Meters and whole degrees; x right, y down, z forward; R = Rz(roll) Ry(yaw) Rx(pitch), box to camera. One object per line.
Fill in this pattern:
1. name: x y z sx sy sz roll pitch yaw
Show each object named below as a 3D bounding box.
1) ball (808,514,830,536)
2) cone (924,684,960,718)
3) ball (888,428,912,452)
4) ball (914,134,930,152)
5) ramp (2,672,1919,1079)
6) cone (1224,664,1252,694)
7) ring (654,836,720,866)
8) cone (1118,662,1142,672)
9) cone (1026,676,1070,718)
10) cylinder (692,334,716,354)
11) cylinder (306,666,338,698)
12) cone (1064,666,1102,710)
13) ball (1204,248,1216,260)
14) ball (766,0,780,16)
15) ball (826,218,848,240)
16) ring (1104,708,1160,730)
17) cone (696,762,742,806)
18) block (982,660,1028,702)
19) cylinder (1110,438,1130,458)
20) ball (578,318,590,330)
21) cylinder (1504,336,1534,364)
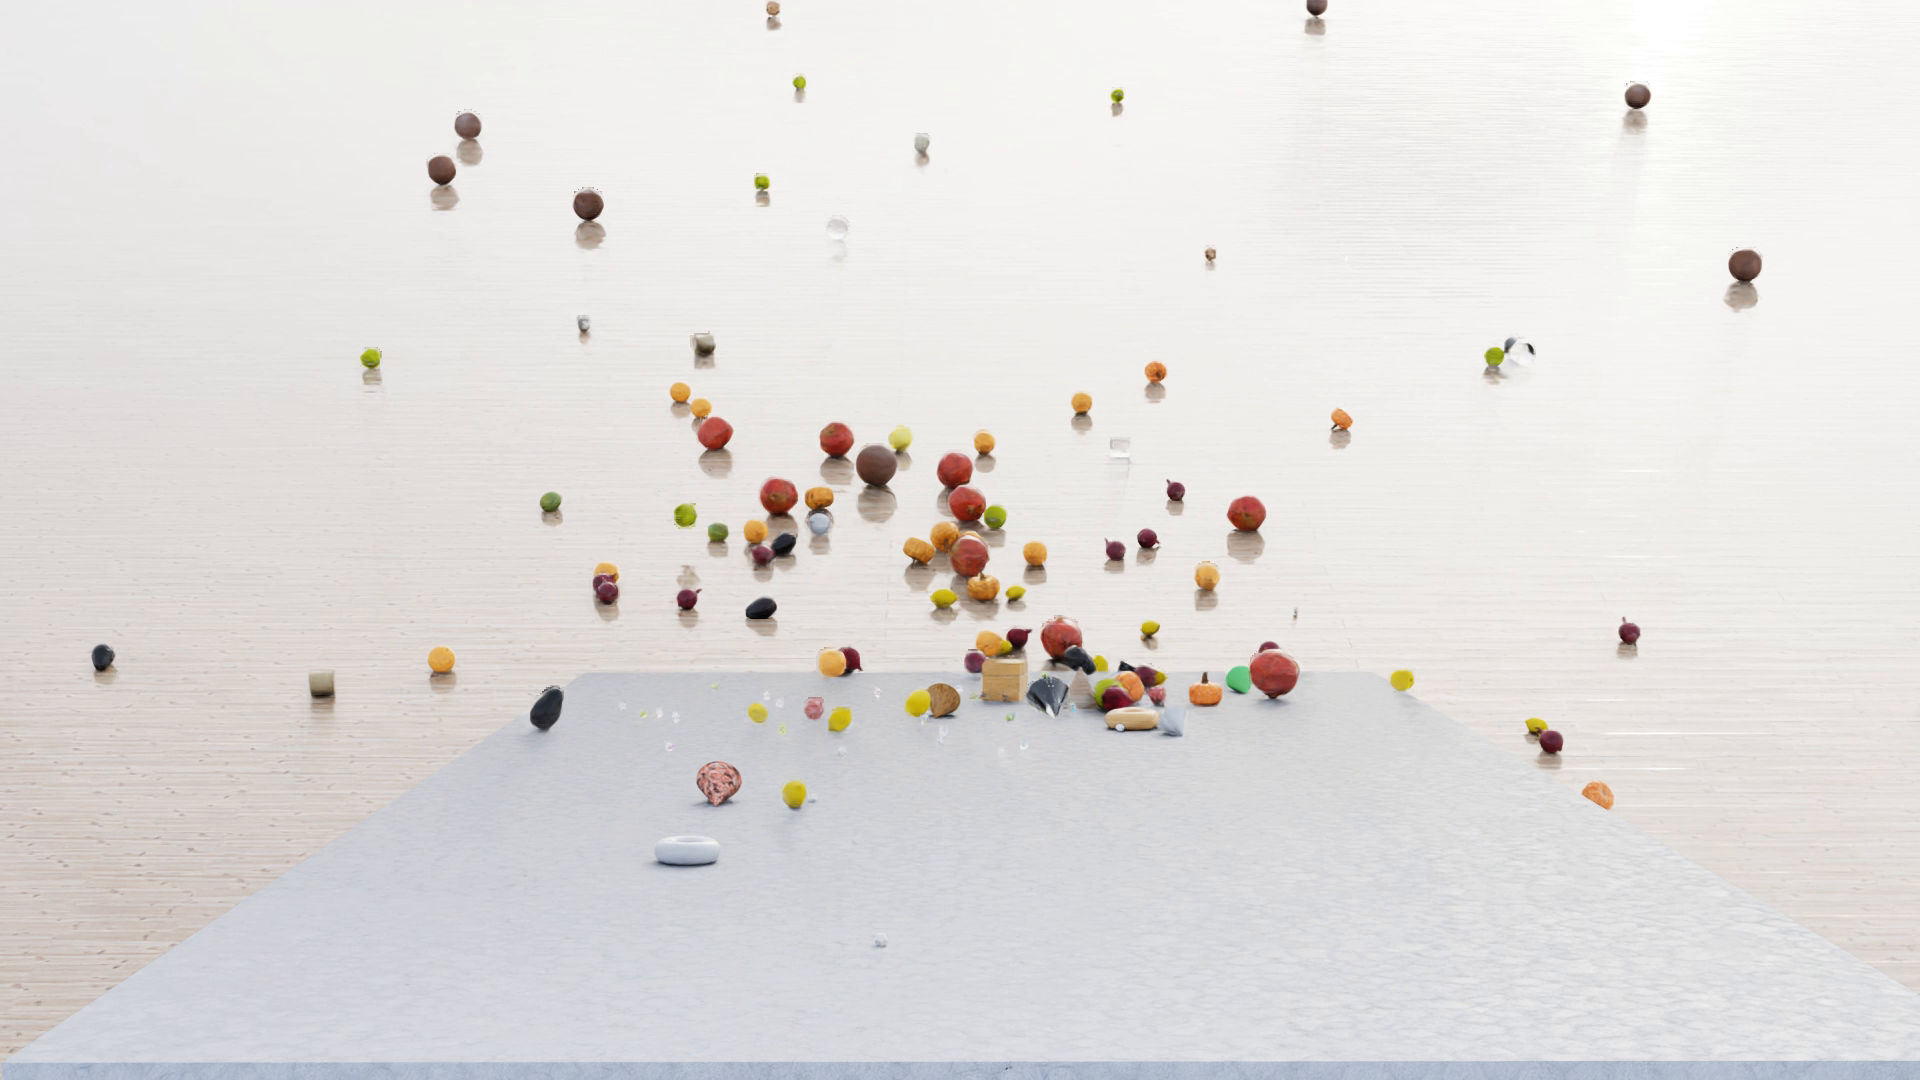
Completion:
1. ball: -0.416 -0.046 7.602 0.065 0.065 0.065 0 23 0
2. cone: -0.045 0.362 5.533 0.079 0.079 0.079 4 30 10
3. ball: -0.192 -0.323 8.250 0.075 0.075 0.075 0 23 0
4. ball: -0.177 -1.827 11.844 0.076 0.076 0.076 0 23 0
5. ramp: 0.052 0.475 4.536 2.000 0.100 4.000 0 3 0
6. cone: 0.664 0.342 6.025 0.070 0.070 0.070 -6 43 -15
7. ring: -0.392 0.446 3.700 0.097 0.032 0.097 1 2 0
8. cone: 0.425 0.338 6.610 0.090 0.090 0.090 -11 47 12
9. cone: 0.197 0.359 5.538 0.094 0.094 0.094 -3 30 -7
10. cylinder: -0.912 -0.698 9.163 0.063 0.063 0.063 -11 25 -24
11. cylinder: -1.641 0.367 6.621 0.060 0.060 0.060 -30 30 -10
12. cone: 0.267 0.324 5.719 0.095 0.095 0.095 0 3 0
13. ball: 0.996 -1.137 10.228 0.050 0.050 0.050 0 23 0
14. ball: -1.070 -3.044 14.738 0.087 0.087 0.087 0 23 0
15. ball: -0.500 -1.268 10.489 0.092 0.092 0.092 0 23 0
16. ring: 0.356 0.371 5.324 0.114 0.038 0.114 -1 3 0
17. cone: -0.402 0.420 4.265 0.076 0.076 0.076 0 29 0
18. block: 0.104 0.321 5.885 0.087 0.087 0.087 1 3 14
19. cylinder: 0.511 -0.294 8.200 0.060 0.060 0.060 3 23 7
20. ball: -1.373 -0.789 9.396 0.050 0.050 0.050 0 23 0
21. cylinder: 1.970 -0.669 9.068 0.081 0.081 0.081 -6 25 -15
